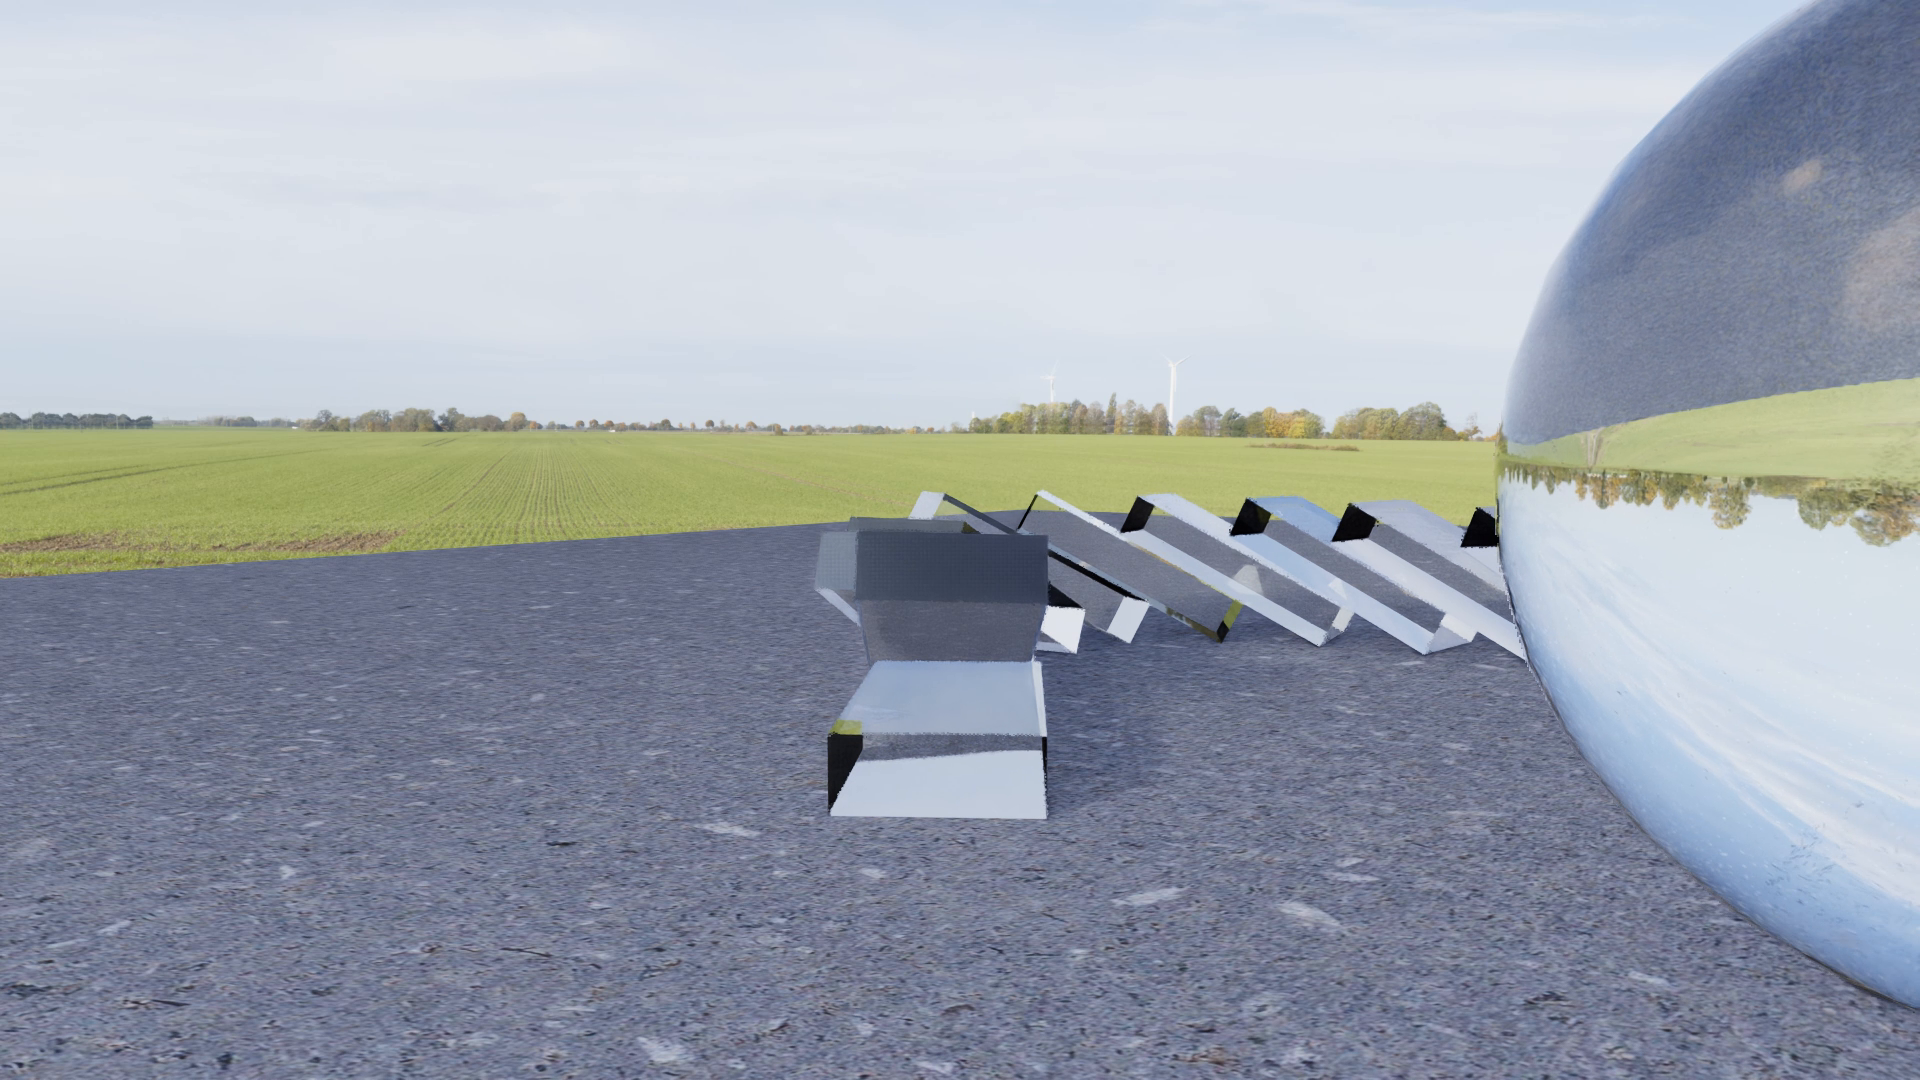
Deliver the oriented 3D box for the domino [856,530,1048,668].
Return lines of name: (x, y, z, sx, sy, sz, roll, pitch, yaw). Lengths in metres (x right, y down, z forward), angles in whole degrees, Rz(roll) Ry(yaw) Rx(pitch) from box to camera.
domino: (-0.001, 0.012, 0.192, 0.025, 0.010, 0.050, 1, -20, -1)

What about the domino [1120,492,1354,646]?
domino: (0.063, 0.006, 0.288, 0.050, 0.010, 0.025, 31, 17, 23)

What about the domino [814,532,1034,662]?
domino: (-0.004, 0.012, 0.222, 0.025, 0.010, 0.050, 1, -19, 16)

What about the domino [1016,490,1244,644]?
domino: (0.038, 0.005, 0.287, 0.050, 0.010, 0.025, 28, 7, 4)

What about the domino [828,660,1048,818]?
domino: (-0.001, 0.025, 0.171, 0.025, 0.009, 0.050, 0, 4, 3)

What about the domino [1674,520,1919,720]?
domino: (0.145, 0.013, 0.205, 0.025, 0.010, 0.050, -2, 29, -24)

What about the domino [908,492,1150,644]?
domino: (0.014, 0.006, 0.277, 0.050, 0.010, 0.025, 28, -3, -12)

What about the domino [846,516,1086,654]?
domino: (0.002, 0.009, 0.249, 0.025, 0.010, 0.050, 3, -19, 33)

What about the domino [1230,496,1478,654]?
domino: (0.087, 0.006, 0.280, 0.025, 0.010, 0.050, -4, 31, -48)

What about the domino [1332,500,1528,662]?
domino: (0.105, 0.008, 0.265, 0.025, 0.010, 0.050, -4, 31, -42)

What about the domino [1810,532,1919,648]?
domino: (0.154, 0.015, 0.183, 0.025, 0.010, 0.050, -2, 28, -23)

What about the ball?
ball: (0.081, -0.004, 0.091, 0.080, 0.080, 0.080, 0, 4, 0)

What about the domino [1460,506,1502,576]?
domino: (0.125, 0.009, 0.248, 0.025, 0.009, 0.050, -1, 29, -26)

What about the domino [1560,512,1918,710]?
domino: (0.136, 0.011, 0.227, 0.025, 0.010, 0.050, -1, 29, -24)
